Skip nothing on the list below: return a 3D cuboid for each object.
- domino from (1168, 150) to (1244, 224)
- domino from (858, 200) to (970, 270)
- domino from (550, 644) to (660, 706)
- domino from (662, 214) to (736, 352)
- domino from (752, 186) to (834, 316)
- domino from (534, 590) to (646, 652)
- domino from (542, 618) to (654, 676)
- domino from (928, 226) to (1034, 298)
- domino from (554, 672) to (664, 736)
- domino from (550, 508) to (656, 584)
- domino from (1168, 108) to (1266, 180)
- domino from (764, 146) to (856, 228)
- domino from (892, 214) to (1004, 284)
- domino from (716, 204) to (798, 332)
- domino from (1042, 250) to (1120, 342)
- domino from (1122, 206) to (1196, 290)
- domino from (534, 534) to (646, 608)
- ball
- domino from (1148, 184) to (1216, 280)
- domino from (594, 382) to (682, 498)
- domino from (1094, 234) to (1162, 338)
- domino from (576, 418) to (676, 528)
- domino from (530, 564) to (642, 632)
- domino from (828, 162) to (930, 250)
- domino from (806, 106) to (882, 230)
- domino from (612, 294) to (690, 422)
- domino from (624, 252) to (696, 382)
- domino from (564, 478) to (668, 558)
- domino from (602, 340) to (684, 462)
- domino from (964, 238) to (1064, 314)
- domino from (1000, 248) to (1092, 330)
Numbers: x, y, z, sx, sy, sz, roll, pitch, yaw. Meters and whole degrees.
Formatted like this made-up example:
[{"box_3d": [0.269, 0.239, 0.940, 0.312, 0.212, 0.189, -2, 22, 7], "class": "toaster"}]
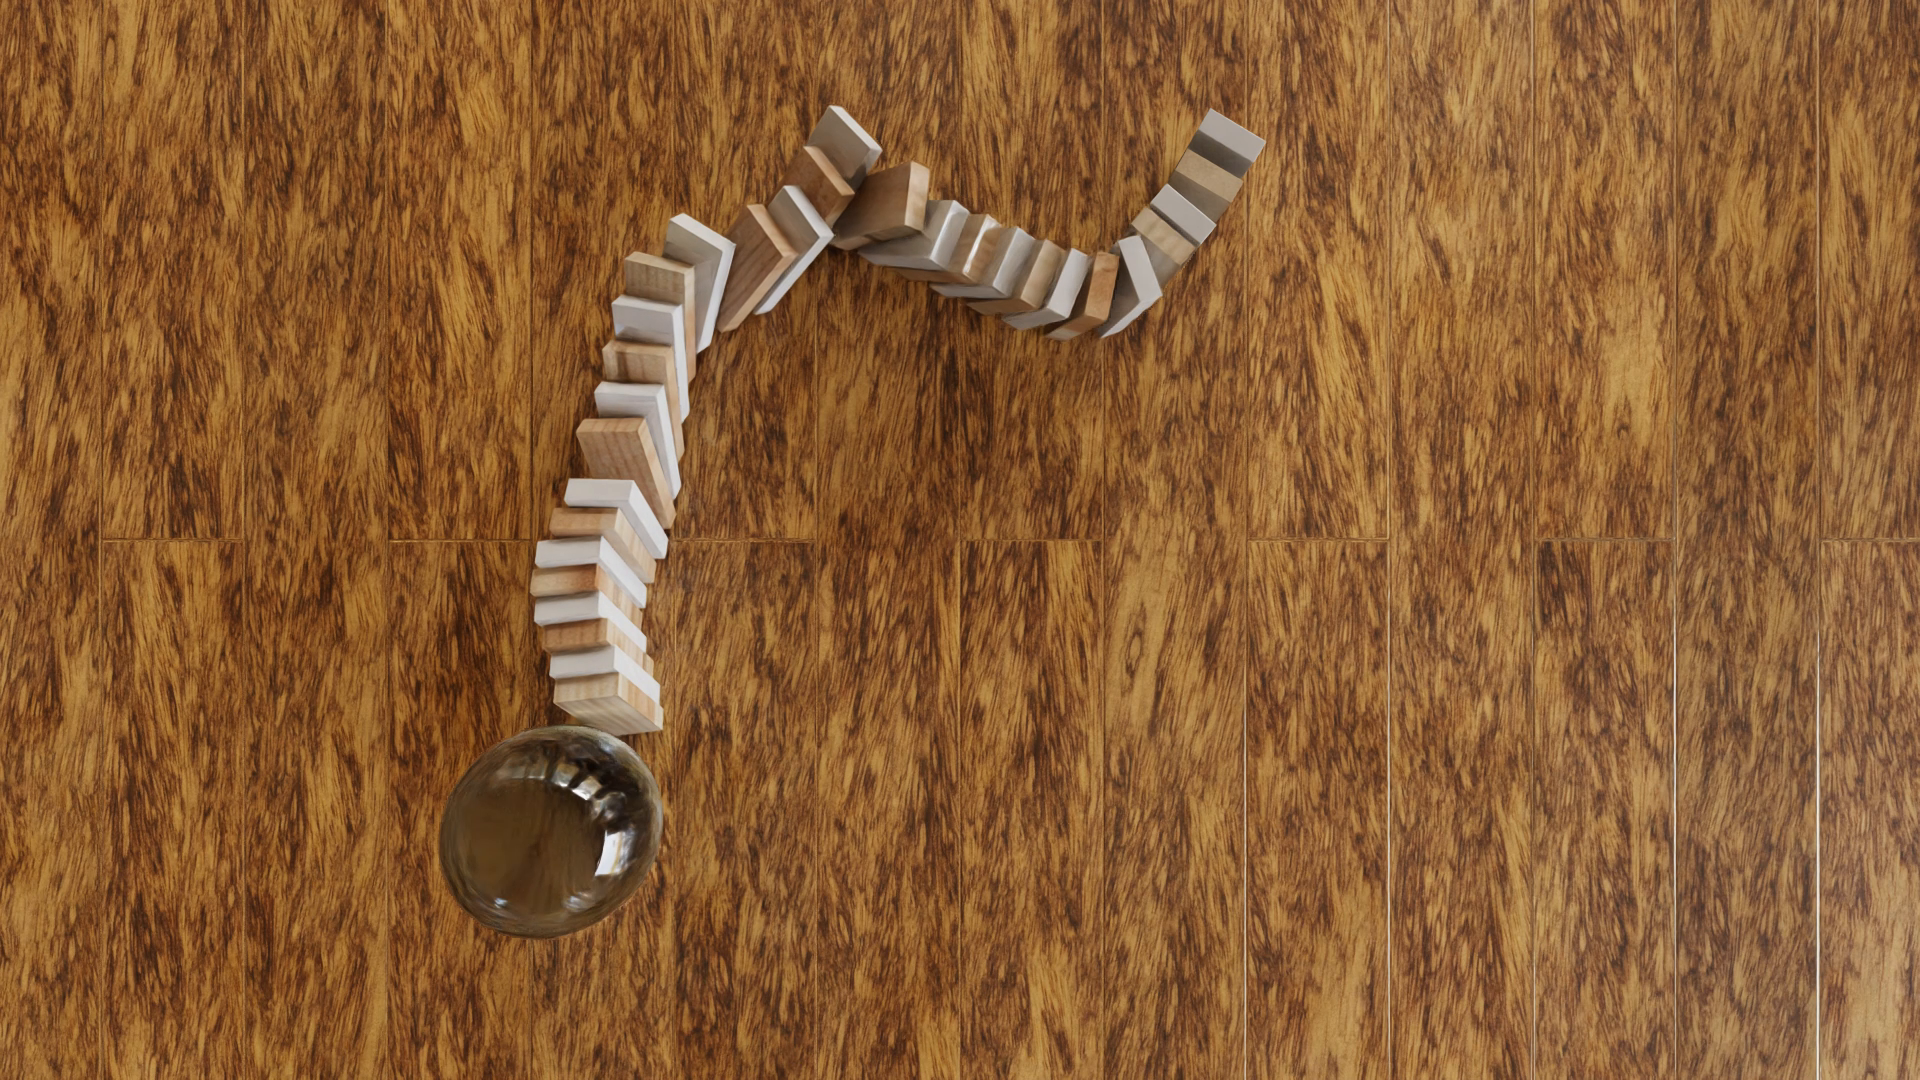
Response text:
[{"box_3d": [0.095, -0.139, 0.375, 0.025, 0.050, 0.010, 30, 90, 0], "class": "domino"}, {"box_3d": [-0.020, -0.127, 0.379, 0.010, 0.050, 0.025, 22, 90, -44], "class": "domino"}, {"box_3d": [-0.144, 0.058, 0.376, 0.025, 0.050, 0.009, -7, 63, 0], "class": "domino"}, {"box_3d": [-0.112, -0.106, 0.380, 0.025, 0.009, 0.050, 31, 129, 2], "class": "domino"}, {"box_3d": [-0.077, -0.120, 0.381, 0.050, 0.009, 0.025, -36, 90, 37], "class": "domino"}, {"box_3d": [-0.150, 0.037, 0.376, 0.025, 0.050, 0.010, -7, 63, 0], "class": "domino"}, {"box_3d": [-0.147, 0.047, 0.376, 0.025, 0.050, 0.009, -7, 63, 0], "class": "domino"}, {"box_3d": [0.008, -0.114, 0.377, 0.010, 0.050, 0.025, 24, 90, -35], "class": "domino"}, {"box_3d": [-0.143, 0.068, 0.376, 0.025, 0.050, 0.009, -7, 63, 0], "class": "domino"}, {"box_3d": [-0.145, 0.003, 0.376, 0.025, 0.050, 0.009, 0, 63, 0], "class": "domino"}, {"box_3d": [0.104, -0.155, 0.375, 0.025, 0.050, 0.010, 31, 90, 0], "class": "domino"}, {"box_3d": [-0.067, -0.135, 0.381, 0.025, 0.010, 0.050, 52, 127, 2], "class": "domino"}, {"box_3d": [-0.006, -0.120, 0.378, 0.009, 0.050, 0.025, 24, 90, -40], "class": "domino"}, {"box_3d": [-0.091, -0.112, 0.381, 0.050, 0.009, 0.025, -36, 90, 37], "class": "domino"}, {"box_3d": [0.049, -0.099, 0.375, 0.010, 0.050, 0.025, 12, 90, -14], "class": "domino"}, {"box_3d": [0.076, -0.114, 0.375, 0.025, 0.050, 0.010, 40, 83, 0], "class": "domino"}, {"box_3d": [-0.150, 0.015, 0.376, 0.025, 0.050, 0.009, -6, 63, 0], "class": "domino"}, {"box_3d": [-0.159, 0.113, 0.360, 0.080, 0.080, 0.080, 0, 90, 0], "class": "ball"}, {"box_3d": [0.085, -0.125, 0.375, 0.025, 0.050, 0.010, 40, 90, 0], "class": "domino"}, {"box_3d": [-0.133, -0.041, 0.381, 0.025, 0.010, 0.050, 4, 129, 0], "class": "domino"}, {"box_3d": [0.065, -0.102, 0.375, 0.010, 0.050, 0.025, -20, 90, -10], "class": "domino"}, {"box_3d": [-0.137, -0.027, 0.379, 0.025, 0.010, 0.050, -1, 131, 4], "class": "domino"}, {"box_3d": [-0.152, 0.026, 0.376, 0.025, 0.050, 0.009, -6, 63, 0], "class": "domino"}, {"box_3d": [-0.034, -0.137, 0.379, 0.009, 0.050, 0.025, 7, 90, -45], "class": "domino"}, {"box_3d": [-0.056, -0.150, 0.382, 0.025, 0.010, 0.050, 47, 122, 5], "class": "domino"}, {"box_3d": [-0.128, -0.074, 0.381, 0.025, 0.009, 0.050, 10, 127, 2], "class": "domino"}, {"box_3d": [-0.124, -0.091, 0.381, 0.025, 0.009, 0.050, 14, 127, 3], "class": "domino"}, {"box_3d": [-0.140, -0.008, 0.376, 0.025, 0.050, 0.010, 1, 63, 0], "class": "domino"}, {"box_3d": [-0.131, -0.057, 0.381, 0.025, 0.009, 0.050, 6, 127, 0], "class": "domino"}, {"box_3d": [0.021, -0.107, 0.376, 0.010, 0.050, 0.025, 24, 90, -28], "class": "domino"}, {"box_3d": [0.034, -0.102, 0.375, 0.009, 0.050, 0.025, 22, 90, -20], "class": "domino"}]
